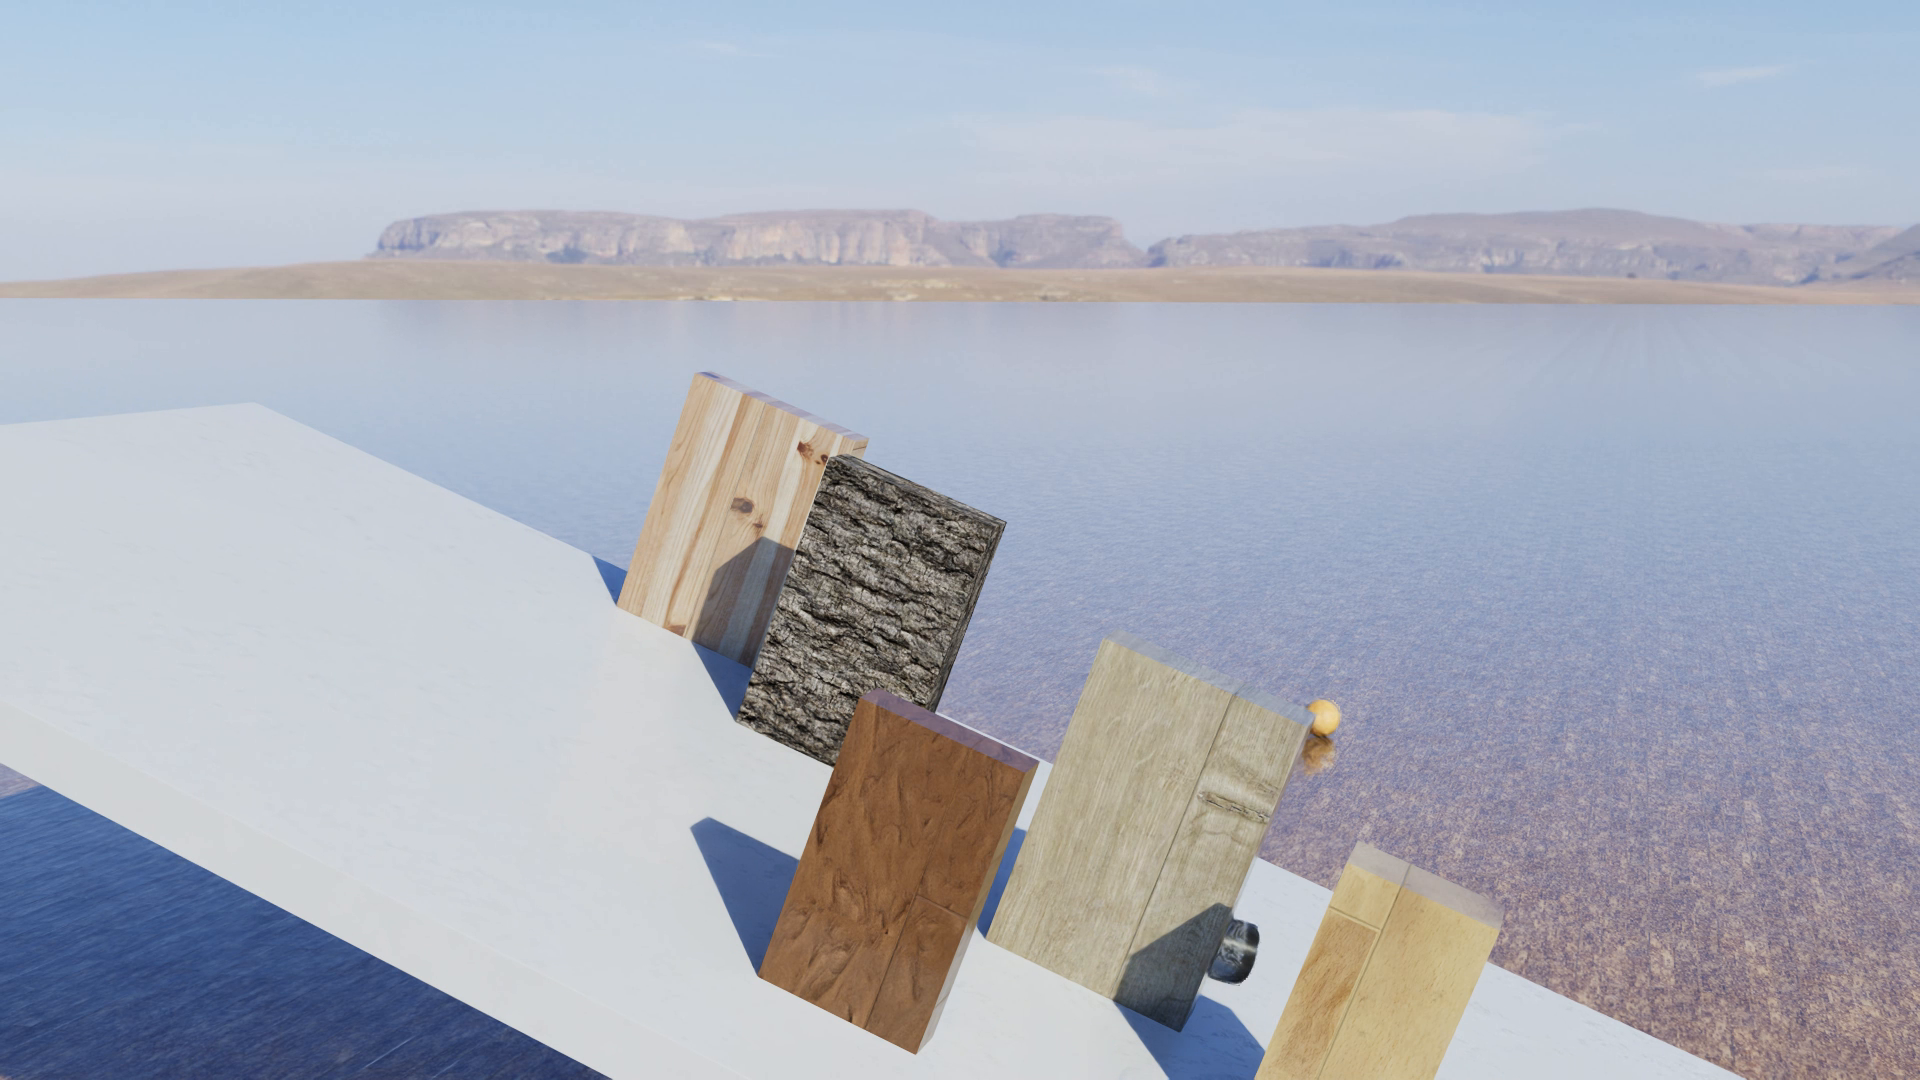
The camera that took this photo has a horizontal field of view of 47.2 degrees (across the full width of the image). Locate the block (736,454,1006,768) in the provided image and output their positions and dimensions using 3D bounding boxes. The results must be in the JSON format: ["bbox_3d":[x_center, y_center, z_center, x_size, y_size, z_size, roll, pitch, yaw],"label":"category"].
[{"bbox_3d":[-0.187,0.172,4.532,0.371,0.599,0.103,23,13,13],"label":"block"}]

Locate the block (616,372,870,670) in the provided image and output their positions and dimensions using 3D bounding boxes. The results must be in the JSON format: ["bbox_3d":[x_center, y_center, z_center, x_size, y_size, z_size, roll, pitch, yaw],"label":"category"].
[{"bbox_3d":[-0.496,-0.037,4.986,0.408,0.576,0.093,23,13,13],"label":"block"}]

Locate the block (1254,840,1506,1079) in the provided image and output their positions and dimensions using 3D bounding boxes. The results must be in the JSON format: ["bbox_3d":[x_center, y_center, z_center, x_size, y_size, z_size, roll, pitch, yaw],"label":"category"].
[{"bbox_3d":[0.635,0.772,3.462,0.247,0.521,0.137,23,13,13],"label":"block"}]

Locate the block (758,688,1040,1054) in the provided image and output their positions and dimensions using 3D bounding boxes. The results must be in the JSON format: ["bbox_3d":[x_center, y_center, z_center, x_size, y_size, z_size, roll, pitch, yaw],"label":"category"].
[{"bbox_3d":[-0.099,0.518,3.447,0.284,0.493,0.085,23,13,13],"label":"block"}]

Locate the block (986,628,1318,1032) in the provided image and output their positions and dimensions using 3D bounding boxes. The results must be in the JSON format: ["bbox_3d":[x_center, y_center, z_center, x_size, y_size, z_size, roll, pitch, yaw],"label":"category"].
[{"bbox_3d":[0.335,0.513,3.906,0.384,0.600,0.115,23,13,13],"label":"block"}]

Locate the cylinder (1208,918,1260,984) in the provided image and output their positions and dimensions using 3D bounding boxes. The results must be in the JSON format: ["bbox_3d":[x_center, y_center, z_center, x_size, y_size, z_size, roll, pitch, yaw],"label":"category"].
[{"bbox_3d":[0.490,0.770,4.177,0.117,0.117,0.117,19,4,-9],"label":"cylinder"}]

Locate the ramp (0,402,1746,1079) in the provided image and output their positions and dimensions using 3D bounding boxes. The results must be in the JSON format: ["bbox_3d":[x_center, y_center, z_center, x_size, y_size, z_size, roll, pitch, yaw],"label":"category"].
[{"bbox_3d":[-0.322,0.581,4.204,4.000,0.100,2.000,23,13,13],"label":"ramp"}]

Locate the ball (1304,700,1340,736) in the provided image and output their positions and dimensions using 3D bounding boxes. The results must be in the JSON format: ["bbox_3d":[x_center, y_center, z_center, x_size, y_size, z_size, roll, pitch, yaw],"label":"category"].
[{"bbox_3d":[1.449,0.714,8.830,0.151,0.151,0.151,0,7,0],"label":"ball"}]
